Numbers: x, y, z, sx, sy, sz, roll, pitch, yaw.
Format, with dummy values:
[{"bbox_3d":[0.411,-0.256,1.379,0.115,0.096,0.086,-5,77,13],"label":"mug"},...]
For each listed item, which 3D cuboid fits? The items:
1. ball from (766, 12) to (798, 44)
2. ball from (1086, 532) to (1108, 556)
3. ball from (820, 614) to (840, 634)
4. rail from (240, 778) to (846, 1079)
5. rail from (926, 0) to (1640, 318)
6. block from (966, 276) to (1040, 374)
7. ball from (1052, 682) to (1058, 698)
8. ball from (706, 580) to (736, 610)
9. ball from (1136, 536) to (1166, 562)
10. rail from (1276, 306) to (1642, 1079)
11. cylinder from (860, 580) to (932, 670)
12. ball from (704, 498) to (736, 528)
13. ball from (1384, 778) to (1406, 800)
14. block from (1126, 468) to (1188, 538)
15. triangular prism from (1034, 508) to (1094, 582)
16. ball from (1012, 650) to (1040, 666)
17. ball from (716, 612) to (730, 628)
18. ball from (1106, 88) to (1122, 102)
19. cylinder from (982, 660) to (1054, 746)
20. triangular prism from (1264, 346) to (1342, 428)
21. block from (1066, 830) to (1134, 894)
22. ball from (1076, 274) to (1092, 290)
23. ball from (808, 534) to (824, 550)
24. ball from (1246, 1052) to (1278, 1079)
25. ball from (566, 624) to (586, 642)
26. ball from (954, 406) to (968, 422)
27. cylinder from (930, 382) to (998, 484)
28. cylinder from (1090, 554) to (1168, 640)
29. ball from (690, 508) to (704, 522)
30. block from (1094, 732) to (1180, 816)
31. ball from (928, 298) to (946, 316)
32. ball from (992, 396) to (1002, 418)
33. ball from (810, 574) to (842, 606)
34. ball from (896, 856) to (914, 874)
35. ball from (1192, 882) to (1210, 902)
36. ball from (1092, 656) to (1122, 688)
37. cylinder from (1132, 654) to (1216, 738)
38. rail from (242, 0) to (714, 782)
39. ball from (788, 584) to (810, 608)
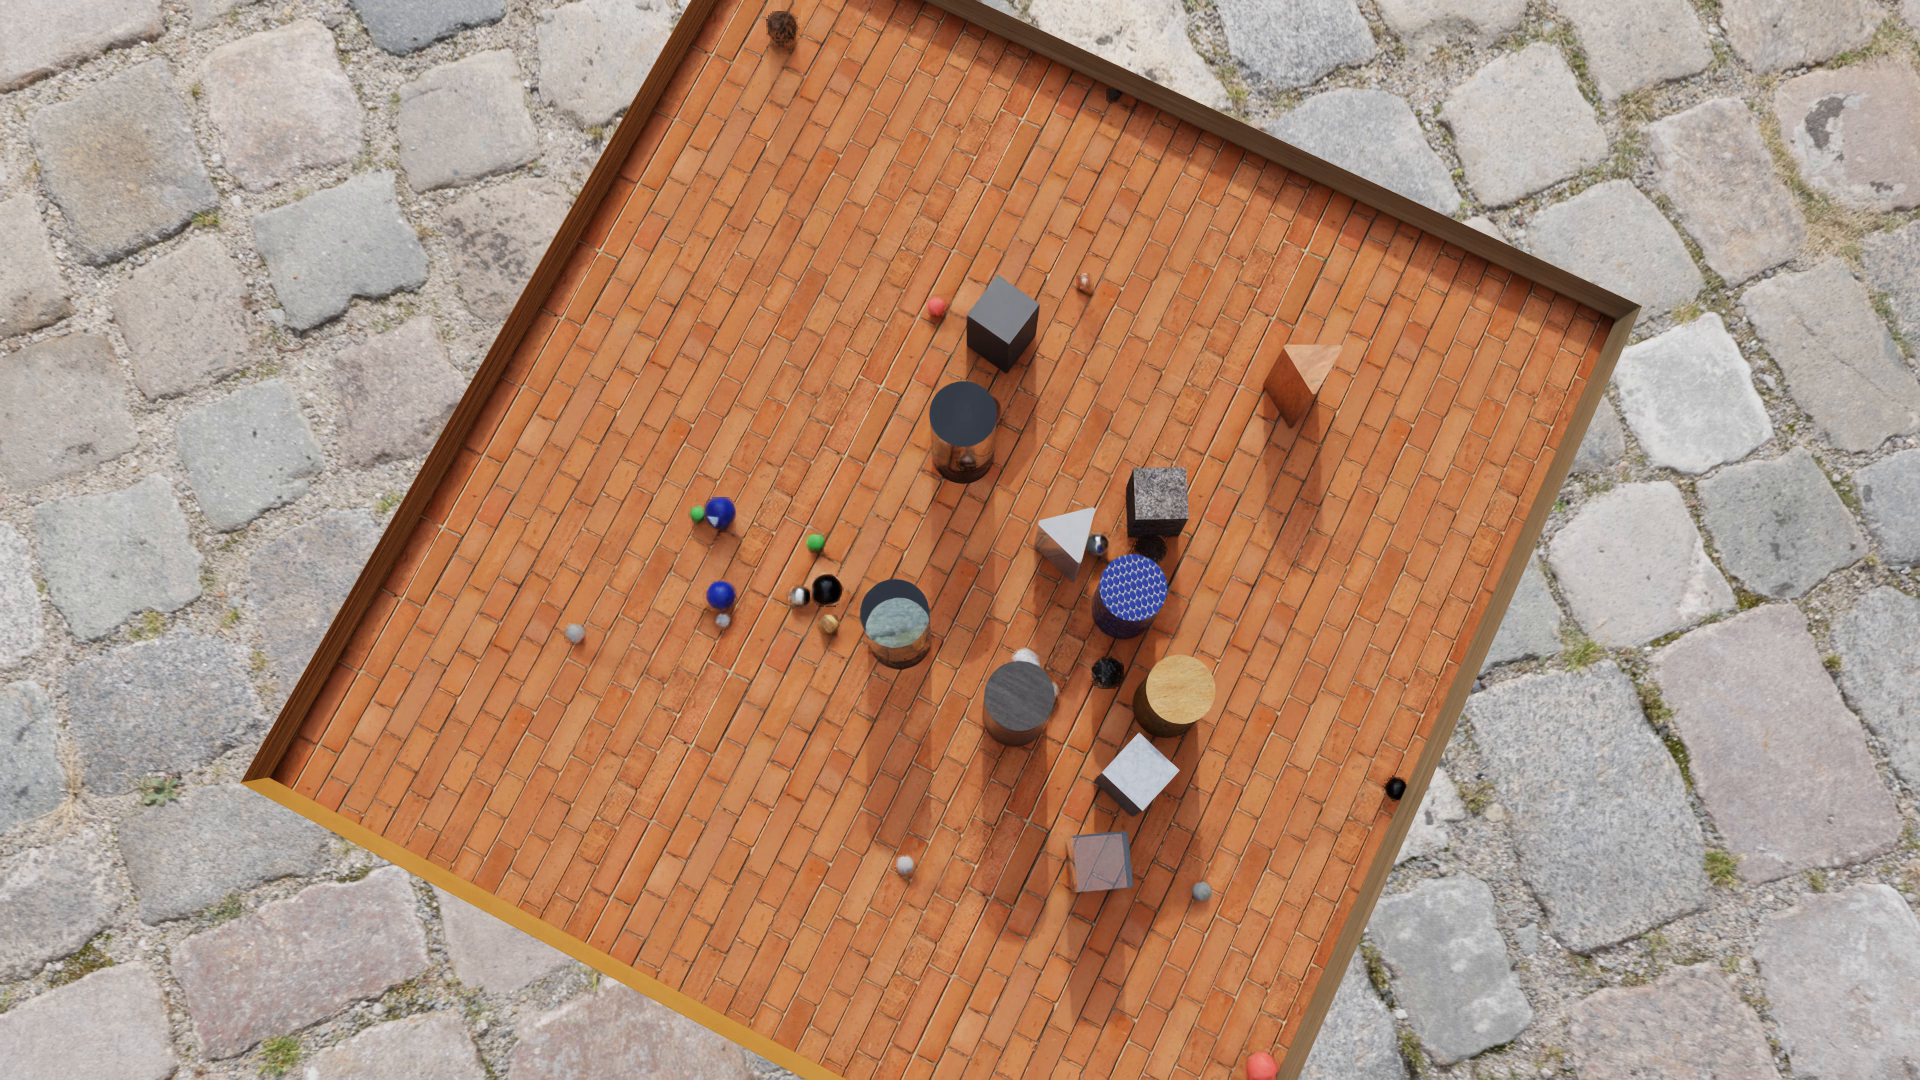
[{"bbox_3d":[-0.574,-1.652,5.909,0.097,0.097,0.097,0,78,0],"label":"ball"},{"bbox_3d":[0.417,0.013,5.577,0.072,0.072,0.072,0,78,0],"label":"ball"},{"bbox_3d":[-0.395,0.252,5.534,0.059,0.059,0.059,0,78,0],"label":"ball"},{"bbox_3d":[-0.701,1.380,5.265,3.103,0.126,0.045,26,80,5],"label":"rail"},{"bbox_3d":[0.701,-1.366,5.834,3.103,0.126,0.045,26,80,5],"label":"rail"},{"bbox_3d":[0.129,-0.656,5.599,0.156,0.301,0.156,36,81,7],"label":"block"},{"bbox_3d":[0.270,0.451,5.497,0.052,0.052,0.052,0,78,0],"label":"ball"},{"bbox_3d":[-0.723,0.168,5.537,0.088,0.088,0.088,0,78,0],"label":"ball"},{"bbox_3d":[0.580,0.029,5.566,0.088,0.088,0.088,0,78,0],"label":"ball"},{"bbox_3d":[1.367,0.676,5.411,0.045,0.126,3.183,26,80,5],"label":"rail"},{"bbox_3d":[-0.182,0.250,5.333,0.195,0.453,0.195,0,78,0],"label":"cylinder"},{"bbox_3d":[-0.730,-0.081,5.585,0.095,0.095,0.095,0,78,0],"label":"ball"},{"bbox_3d":[1.292,0.737,5.431,0.064,0.064,0.064,0,78,0],"label":"ball"},{"bbox_3d":[0.590,-0.111,5.508,0.156,0.259,0.156,-1,78,0],"label":"block"},{"bbox_3d":[0.338,-0.011,5.462,0.146,0.308,0.168,-44,82,-8],"label":"triangular prism"},{"bbox_3d":[0.196,0.370,5.497,0.084,0.084,0.084,0,78,0],"label":"ball"},{"bbox_3d":[-0.718,0.242,5.545,0.043,0.043,0.043,0,78,0],"label":"ball"},{"bbox_3d":[0.495,-1.433,5.890,0.046,0.046,0.046,0,78,0],"label":"ball"},{"bbox_3d":[0.164,0.477,5.279,0.195,0.468,0.195,0,78,0],"label":"cylinder"},{"bbox_3d":[1.008,-0.491,5.523,0.146,0.382,0.168,30,80,6],"label":"triangular prism"},{"bbox_3d":[0.399,0.928,5.266,0.156,0.310,0.156,-5,78,-1],"label":"block"},{"bbox_3d":[0.391,-0.809,5.760,0.047,0.047,0.047,0,78,0],"label":"ball"},{"bbox_3d":[-0.439,0.007,5.588,0.052,0.052,0.052,0,78,0],"label":"ball"},{"bbox_3d":[0.865,1.517,5.256,0.092,0.092,0.092,0,78,0],"label":"ball"},{"bbox_3d":[-1.160,0.281,5.530,0.056,0.056,0.056,0,78,0],"label":"ball"},{"bbox_3d":[0.001,-0.390,5.671,0.045,0.045,0.045,0,78,0],"label":"ball"},{"bbox_3d":[0.010,-0.314,5.451,0.195,0.452,0.195,0,78,0],"label":"cylinder"},{"bbox_3d":[0.495,0.171,5.403,0.195,0.348,0.195,0,78,0],"label":"cylinder"},{"bbox_3d":[-0.802,-0.078,5.610,0.044,0.044,0.044,0,78,0],"label":"ball"},{"bbox_3d":[0.509,0.684,5.312,0.156,0.318,0.156,43,81,8],"label":"block"},{"bbox_3d":[-0.073,-0.731,5.738,0.058,0.058,0.058,0,78,0],"label":"ball"},{"bbox_3d":[0.081,-0.402,5.652,0.093,0.093,0.093,0,78,0],"label":"ball"},{"bbox_3d":[-0.403,0.150,5.537,0.095,0.095,0.095,0,78,0],"label":"ball"},{"bbox_3d":[-0.159,0.957,5.392,0.053,0.053,0.053,0,78,0],"label":"ball"},{"bbox_3d":[0.707,1.031,5.375,0.057,0.057,0.057,0,78,0],"label":"ball"},{"bbox_3d":[0.440,0.396,5.487,0.093,0.093,0.093,0,78,0],"label":"ball"},{"bbox_3d":[0.617,0.458,5.316,0.195,0.403,0.195,0,78,0],"label":"cylinder"},{"bbox_3d":[-1.367,-0.662,5.688,0.045,0.126,3.183,26,80,5],"label":"rail"},{"bbox_3d":[-0.486,0.169,5.547,0.069,0.069,0.069,0,78,0],"label":"ball"}]
